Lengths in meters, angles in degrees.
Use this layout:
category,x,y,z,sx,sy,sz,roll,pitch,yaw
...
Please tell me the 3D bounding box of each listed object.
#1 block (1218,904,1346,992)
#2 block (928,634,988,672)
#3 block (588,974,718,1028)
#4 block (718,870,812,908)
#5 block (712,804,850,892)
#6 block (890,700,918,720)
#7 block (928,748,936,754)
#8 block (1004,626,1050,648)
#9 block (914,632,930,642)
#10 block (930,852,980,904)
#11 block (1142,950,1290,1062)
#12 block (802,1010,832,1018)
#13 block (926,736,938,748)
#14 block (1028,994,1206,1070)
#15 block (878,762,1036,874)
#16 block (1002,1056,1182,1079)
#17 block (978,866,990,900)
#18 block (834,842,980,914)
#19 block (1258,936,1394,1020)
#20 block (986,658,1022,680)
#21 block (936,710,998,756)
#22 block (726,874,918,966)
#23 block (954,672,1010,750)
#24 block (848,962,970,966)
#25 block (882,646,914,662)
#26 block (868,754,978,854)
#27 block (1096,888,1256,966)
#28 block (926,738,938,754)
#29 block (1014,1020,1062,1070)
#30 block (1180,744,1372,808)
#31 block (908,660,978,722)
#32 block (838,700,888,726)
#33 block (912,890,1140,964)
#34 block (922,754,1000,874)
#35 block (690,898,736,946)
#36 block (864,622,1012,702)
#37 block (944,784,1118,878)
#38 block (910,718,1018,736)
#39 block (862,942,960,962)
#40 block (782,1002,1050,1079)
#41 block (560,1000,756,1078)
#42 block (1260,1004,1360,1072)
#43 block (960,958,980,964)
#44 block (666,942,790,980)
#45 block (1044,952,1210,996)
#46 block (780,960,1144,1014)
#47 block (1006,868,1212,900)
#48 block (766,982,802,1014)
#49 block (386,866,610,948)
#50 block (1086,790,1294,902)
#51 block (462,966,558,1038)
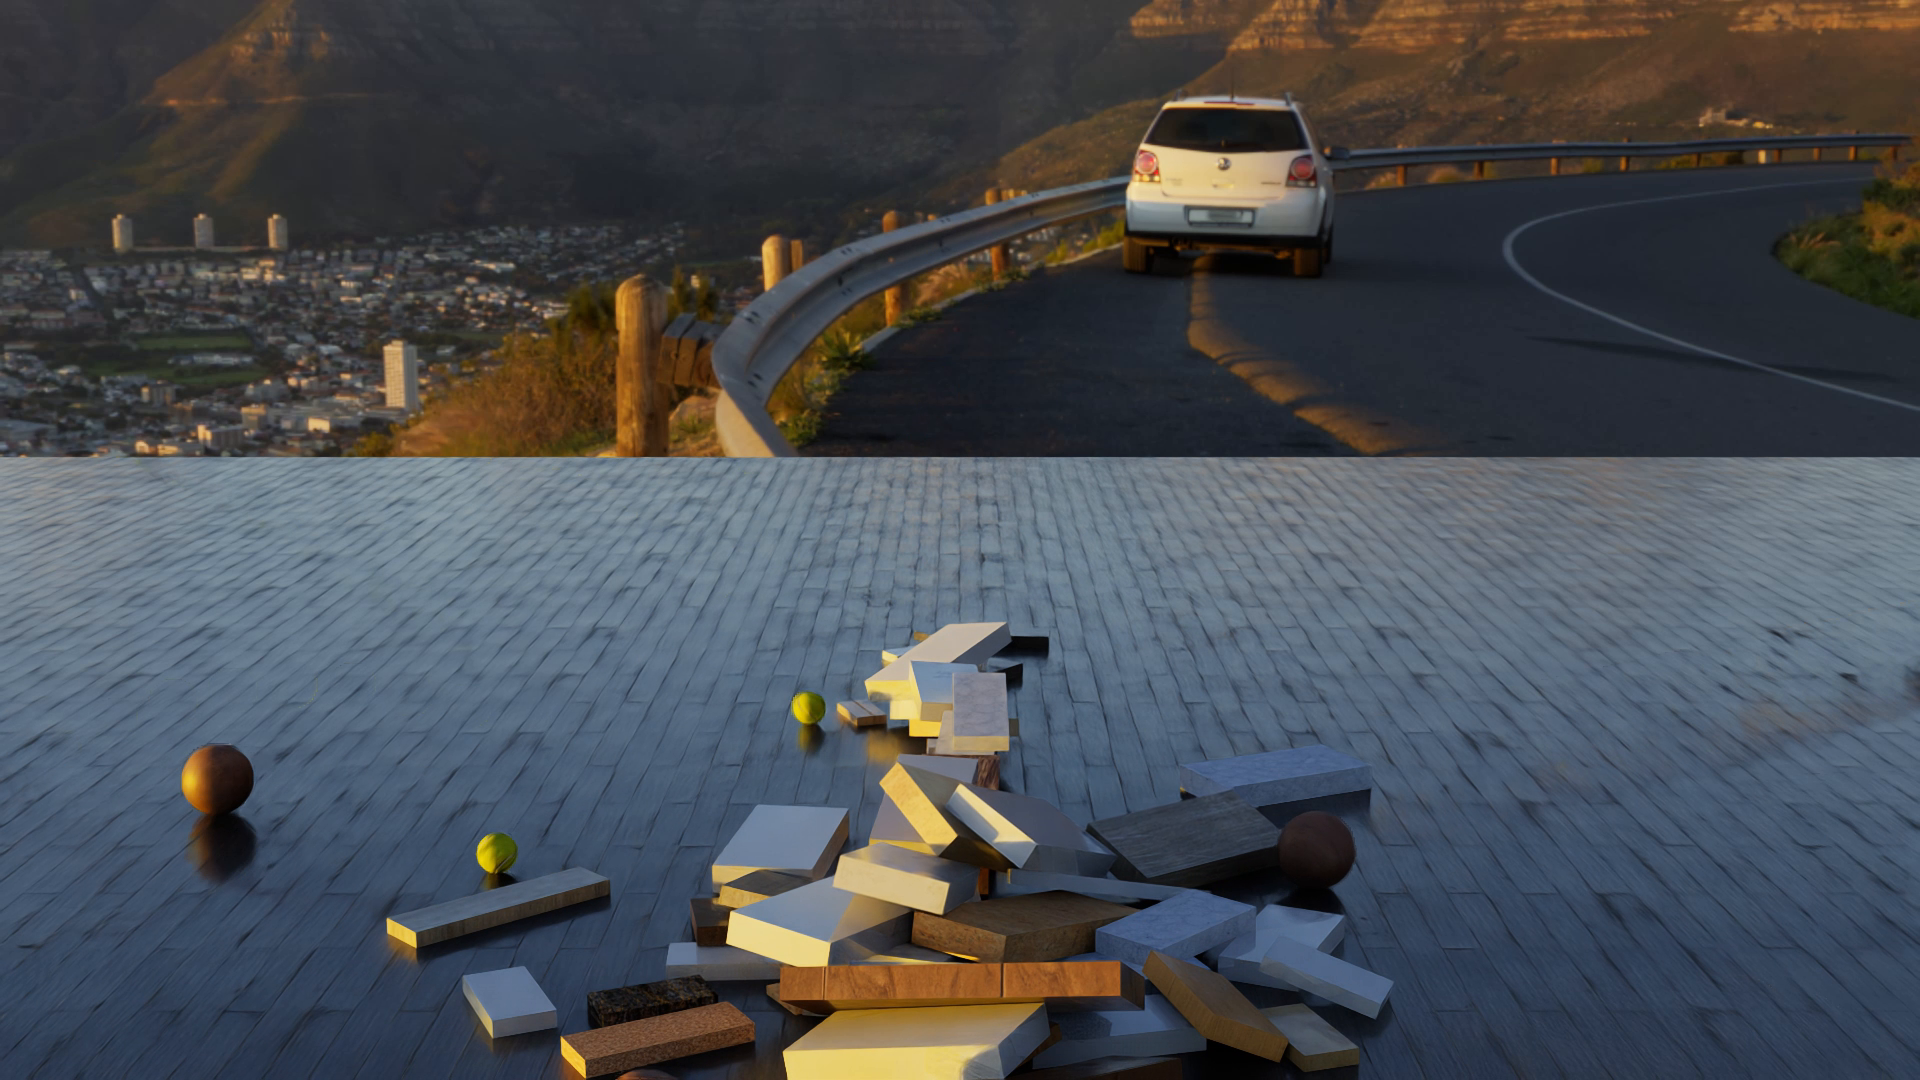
category,x,y,z,sx,sy,sz,roll,pitch,yaw
block,0.497,0.625,3.384,0.125,0.035,0.250,5,12,25
block,-0.012,0.287,4.944,0.139,0.039,0.277,-7,24,8
block,-0.445,0.668,3.182,0.170,0.024,0.085,-5,12,-24
block,-0.306,0.569,3.542,0.104,0.030,0.209,11,1,11
block,-0.307,0.537,3.823,0.169,0.048,0.338,1,11,7
block,-0.042,0.355,4.607,0.139,0.039,0.277,1,-5,-18
block,-0.004,0.451,4.098,0.111,0.031,0.221,0,22,0
block,0.121,0.241,5.467,0.203,0.029,0.101,1,11,4
block,-0.044,0.251,5.374,0.068,0.019,0.136,20,-5,-42
block,-0.014,0.566,3.538,0.085,0.024,0.169,-6,34,-7
block,0.357,0.655,3.098,0.122,0.035,0.245,22,4,-18
block,-0.177,0.668,3.164,0.093,0.013,0.046,5,27,3
block,-0.004,0.441,4.373,0.125,0.035,0.250,0,11,0
block,0.204,0.683,3.069,0.250,0.035,0.125,-3,11,-14
block,0.015,0.460,3.578,0.165,0.047,0.329,48,12,31
block,0.159,0.696,2.816,0.245,0.035,0.122,2,-9,-44
block,-0.022,0.532,3.689,0.142,0.040,0.283,0,24,1
block,-0.075,0.509,3.323,0.165,0.047,0.329,13,-2,9
block,0.536,0.638,3.214,0.180,0.026,0.090,20,18,19
block,0.046,0.311,5.092,0.101,0.029,0.203,8,13,36
block,0.015,0.388,4.171,0.111,0.031,0.221,2,22,5
block,-0.178,0.562,3.258,0.169,0.048,0.338,12,8,27
block,0.039,0.329,4.236,0.104,0.030,0.280,0,22,0
block,-0.069,0.620,3.130,0.170,0.024,0.085,0,-20,5
block,-0.112,0.275,5.314,0.136,0.019,0.068,-7,13,-33
block,-0.059,0.458,3.756,0.142,0.040,0.284,3,25,8
block,0.331,0.594,3.359,0.122,0.035,0.245,9,14,41
block,-0.003,0.451,4.187,0.125,0.035,0.250,0,22,1
block,0.048,0.689,2.952,0.166,0.023,0.083,-24,17,-35
block,0.611,0.458,4.252,0.330,0.047,0.165,-5,12,-26
block,-0.023,0.307,4.454,0.139,0.039,0.310,4,12,-6
block,-0.213,0.375,4.774,0.068,0.019,0.136,-4,11,-21
block,0.111,0.589,3.350,0.169,0.048,0.378,8,2,37
block,-0.004,0.480,3.884,0.142,0.040,0.283,1,31,2
block,-0.367,0.599,3.462,0.104,0.030,0.209,-1,3,-10
block,-0.045,0.266,4.832,0.165,0.047,0.329,-4,18,36
block,0.119,0.474,3.564,0.165,0.047,0.330,36,6,28
block,0.006,0.382,4.480,0.125,0.035,0.250,2,-5,-26
block,-0.089,0.614,3.236,0.162,0.023,0.081,4,5,20
block,-0.057,0.671,2.932,0.318,0.045,0.159,-8,5,25
block,-0.418,0.692,3.050,0.250,0.026,0.092,-6,12,-30
block,0.478,0.691,3.060,0.083,0.023,0.166,-4,11,-18
block,-0.005,0.624,3.368,0.085,0.024,0.169,4,5,12
block,-0.350,0.638,3.337,0.185,0.026,0.092,-1,11,-4
block,0.230,0.648,3.259,0.250,0.035,0.125,-4,11,-21
block,0.004,0.612,2.998,0.472,0.045,0.159,-4,-20,15
block,0.238,0.559,3.544,0.321,0.024,0.085,7,-9,-2
block,-0.241,0.668,3.214,0.046,0.013,0.093,-6,12,-31
block,-0.745,0.594,3.576,0.362,0.026,0.090,-10,14,-42
block,0.392,0.521,3.774,0.330,0.047,0.165,-7,32,-35
block,-0.653,0.667,3.182,0.092,0.026,0.184,-5,12,-25
